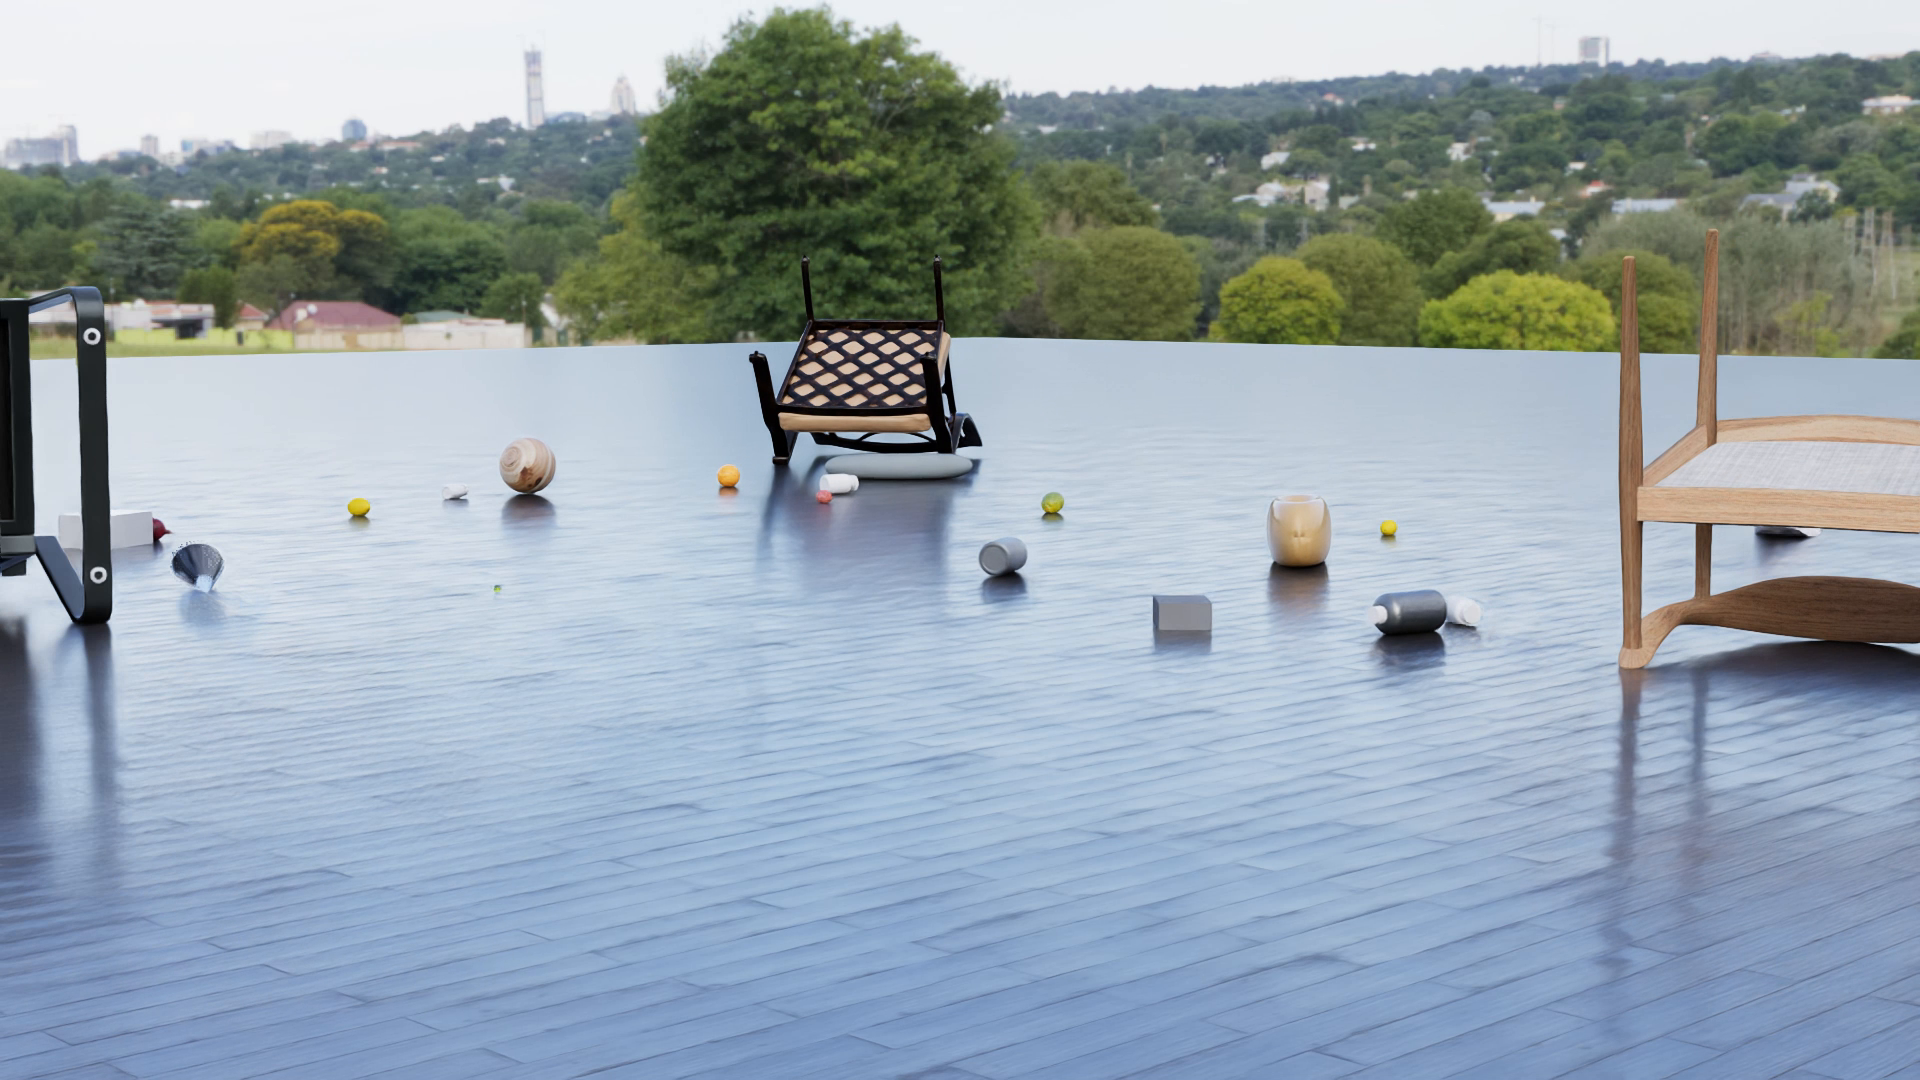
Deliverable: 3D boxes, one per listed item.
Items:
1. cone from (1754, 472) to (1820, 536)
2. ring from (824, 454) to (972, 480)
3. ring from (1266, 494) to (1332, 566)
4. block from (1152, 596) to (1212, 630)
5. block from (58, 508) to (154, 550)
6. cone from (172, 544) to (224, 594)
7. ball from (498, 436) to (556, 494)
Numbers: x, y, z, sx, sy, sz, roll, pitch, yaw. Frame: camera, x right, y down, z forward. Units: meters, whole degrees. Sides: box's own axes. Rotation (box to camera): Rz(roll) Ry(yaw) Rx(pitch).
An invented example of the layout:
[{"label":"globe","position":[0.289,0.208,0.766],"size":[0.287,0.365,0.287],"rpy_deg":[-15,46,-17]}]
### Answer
[{"label":"cone","position":[2.075,-0.054,6.553],"size":[0.215,0.207,0.123],"rpy_deg":[5,-40,-46]},{"label":"ring","position":[-0.200,-0.240,8.368],"size":[0.483,0.078,0.200],"rpy_deg":[0,5,0]},{"label":"ring","position":[0.785,-0.024,5.940],"size":[0.150,0.147,0.435],"rpy_deg":[-2,4,8]},{"label":"block","position":[0.419,0.137,4.843],"size":[0.099,0.050,0.121],"rpy_deg":[0,6,-1]},{"label":"block","position":[-2.090,-0.027,6.278],"size":[0.143,0.081,0.169],"rpy_deg":[2,6,23]},{"label":"cone","position":[-1.587,0.082,5.378],"size":[0.113,0.101,0.115],"rpy_deg":[48,3,-39]},{"label":"ball","position":[-1.310,-0.226,7.769],"size":[0.172,0.172,0.172],"rpy_deg":[0,6,0]}]
